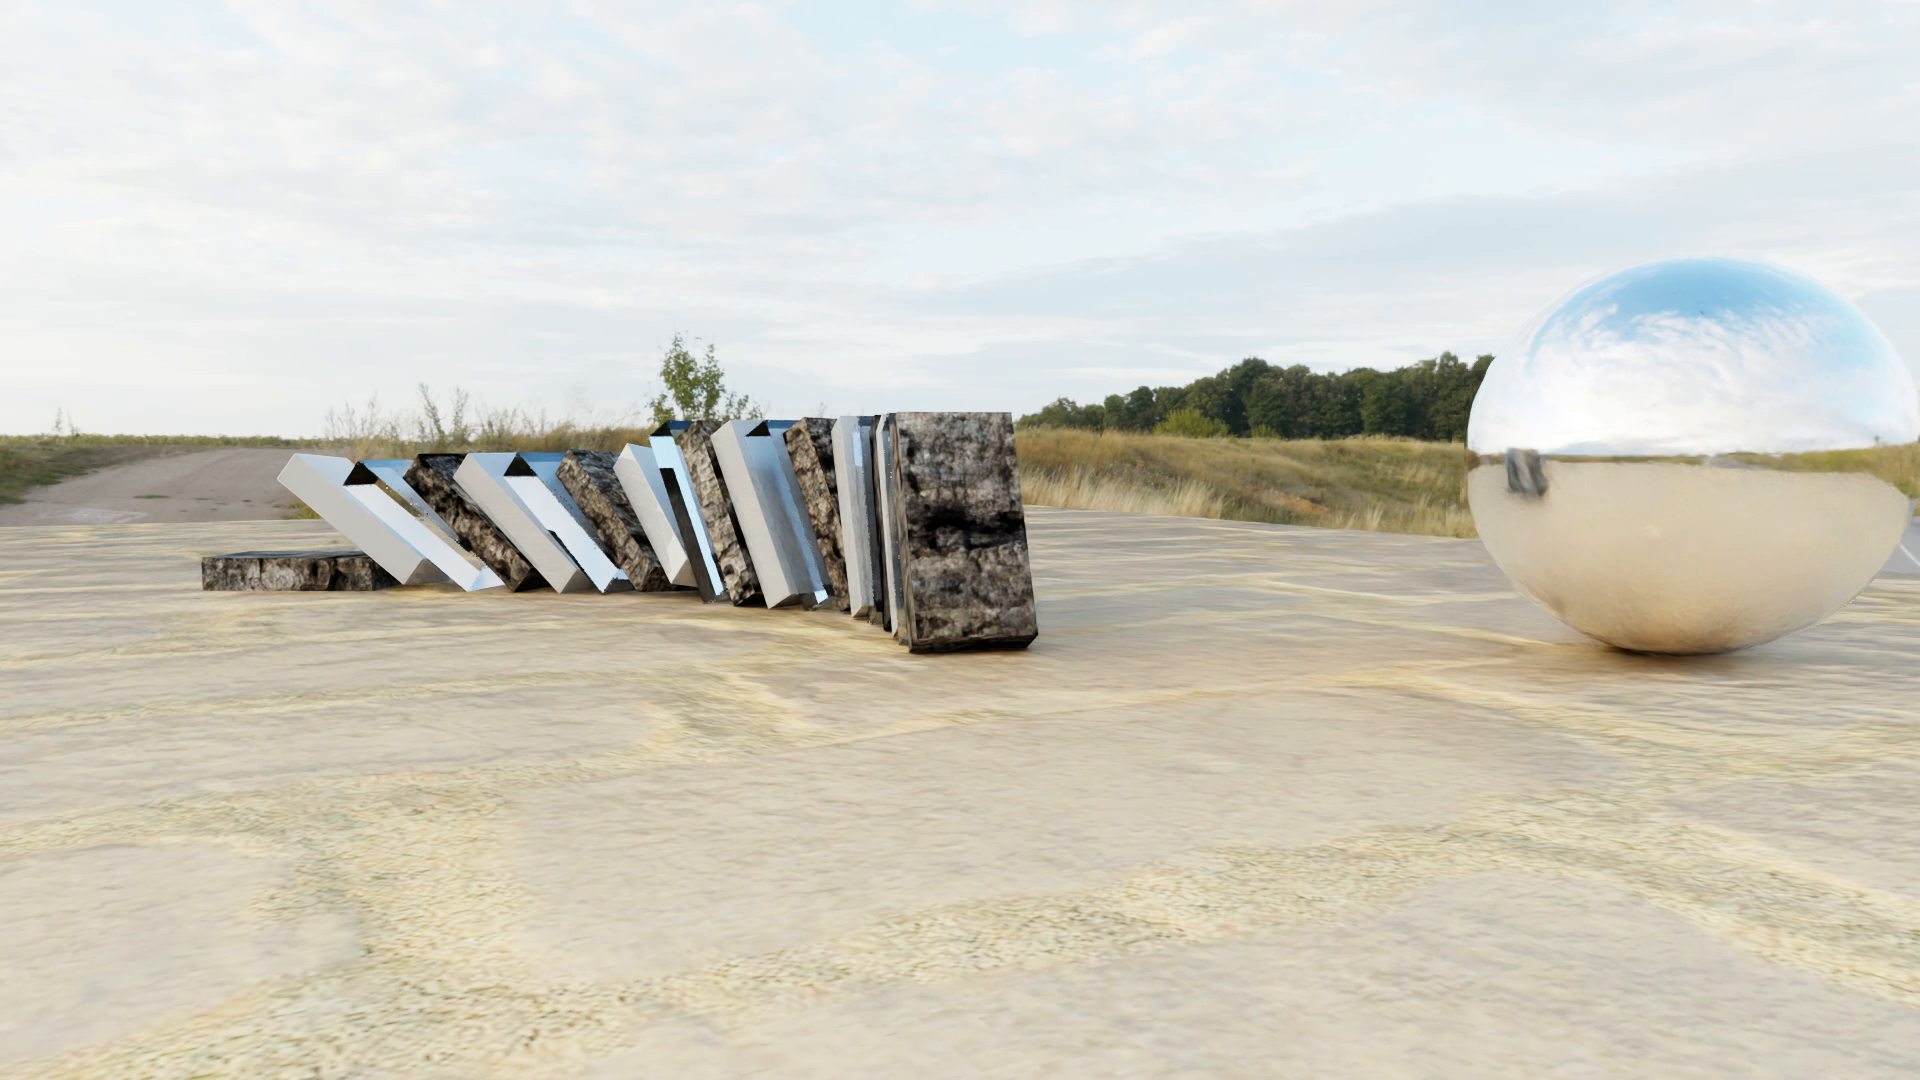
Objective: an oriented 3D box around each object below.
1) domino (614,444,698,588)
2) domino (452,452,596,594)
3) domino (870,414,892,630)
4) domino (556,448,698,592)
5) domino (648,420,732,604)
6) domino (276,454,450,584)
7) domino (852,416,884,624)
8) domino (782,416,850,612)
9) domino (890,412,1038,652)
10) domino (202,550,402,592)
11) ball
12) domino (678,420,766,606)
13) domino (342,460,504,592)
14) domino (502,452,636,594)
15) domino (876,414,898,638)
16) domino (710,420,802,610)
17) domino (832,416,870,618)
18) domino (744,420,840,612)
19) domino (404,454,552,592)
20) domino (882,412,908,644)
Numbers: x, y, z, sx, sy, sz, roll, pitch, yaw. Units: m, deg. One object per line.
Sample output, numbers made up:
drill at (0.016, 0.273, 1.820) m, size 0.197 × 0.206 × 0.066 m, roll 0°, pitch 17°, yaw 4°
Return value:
domino at (-0.079, -0.006, 0.370) m, size 0.025 × 0.009 × 0.050 m, roll 11°, pitch 34°, yaw -45°
domino at (-0.123, -0.006, 0.380) m, size 0.050 × 0.009 × 0.025 m, roll 44°, pitch 18°, yaw 14°
domino at (-0.007, -0.005, 0.300) m, size 0.025 × 0.050 × 0.009 m, roll -1°, pitch -21°, yaw -13°
domino at (-0.094, -0.006, 0.372) m, size 0.050 × 0.009 × 0.025 m, roll 49°, pitch 25°, yaw 26°
domino at (-0.066, -0.008, 0.354) m, size 0.010 × 0.050 × 0.025 m, roll -32°, pitch -17°, yaw 38°
domino at (-0.175, -0.006, 0.384) m, size 0.050 × 0.009 × 0.025 m, roll 38°, pitch 5°, yaw 5°
domino at (-0.011, -0.005, 0.310) m, size 0.025 × 0.050 × 0.009 m, roll -1°, pitch -21°, yaw -15°
domino at (-0.027, -0.007, 0.334) m, size 0.009 × 0.050 × 0.025 m, roll -32°, pitch -19°, yaw 38°
domino at (0.000, -0.002, 0.269) m, size 0.025 × 0.050 × 0.010 m, roll -1°, pitch -21°, yaw -13°
domino at (-0.195, 0.009, 0.384) m, size 0.050 × 0.009 × 0.025 m, roll 0°, pitch 4°, yaw 2°
ball at (0.144, -0.017, 0.257) m, size 0.080 × 0.080 × 0.080 m, roll 0°, pitch 4°, yaw 0°
domino at (-0.056, -0.008, 0.348) m, size 0.009 × 0.050 × 0.025 m, roll -32°, pitch -17°, yaw 38°
domino at (-0.156, -0.005, 0.384) m, size 0.050 × 0.010 × 0.025 m, roll 38°, pitch 11°, yaw 7°
domino at (-0.108, -0.006, 0.376) m, size 0.050 × 0.009 × 0.025 m, roll 45°, pitch 22°, yaw 19°
domino at (-0.004, -0.004, 0.290) m, size 0.025 × 0.050 × 0.009 m, roll -1°, pitch -21°, yaw -13°
domino at (-0.047, -0.008, 0.343) m, size 0.009 × 0.050 × 0.025 m, roll -32°, pitch -17°, yaw 38°
domino at (-0.016, -0.006, 0.320) m, size 0.025 × 0.050 × 0.009 m, roll -1°, pitch -21°, yaw -20°
domino at (-0.037, -0.007, 0.338) m, size 0.009 × 0.050 × 0.025 m, roll -32°, pitch -17°, yaw 38°
domino at (-0.139, -0.006, 0.383) m, size 0.050 × 0.009 × 0.025 m, roll 43°, pitch 16°, yaw 11°
domino at (-0.002, -0.003, 0.280) m, size 0.025 × 0.050 × 0.009 m, roll -1°, pitch -21°, yaw -13°
